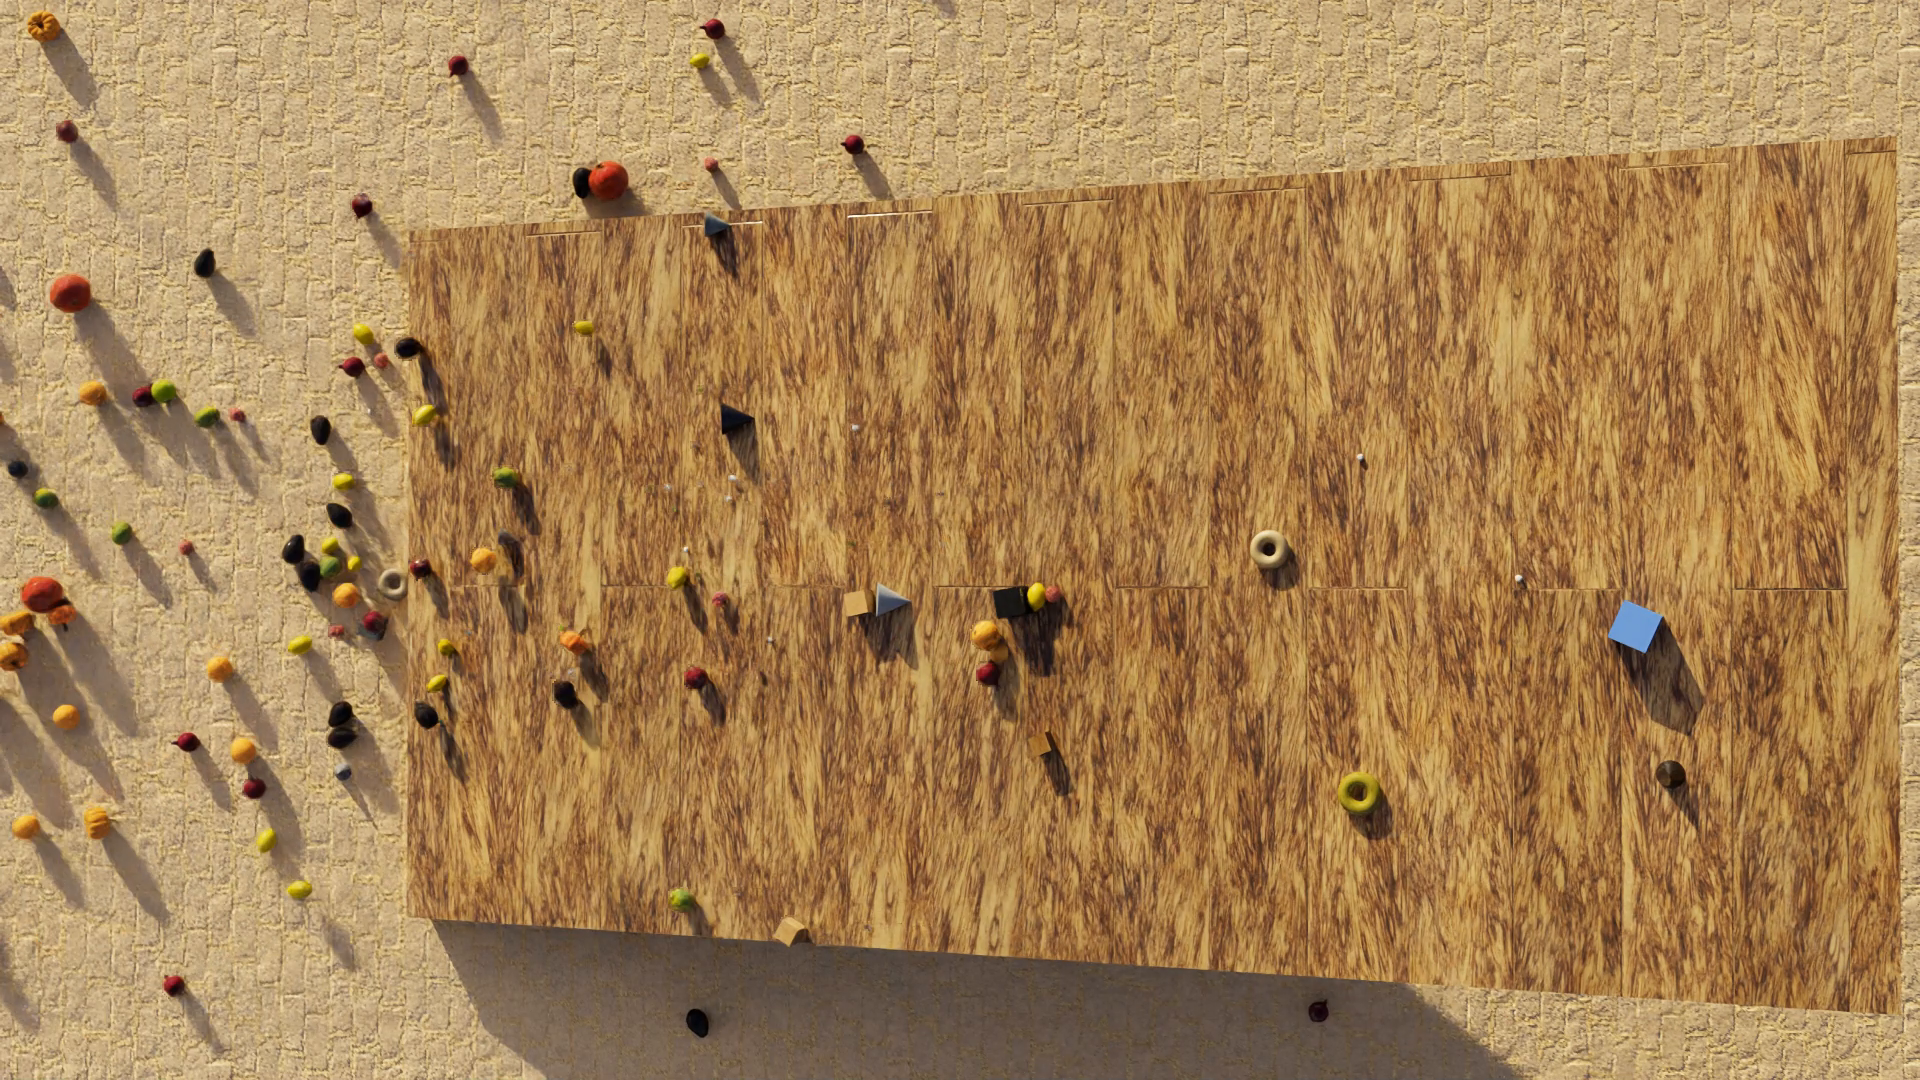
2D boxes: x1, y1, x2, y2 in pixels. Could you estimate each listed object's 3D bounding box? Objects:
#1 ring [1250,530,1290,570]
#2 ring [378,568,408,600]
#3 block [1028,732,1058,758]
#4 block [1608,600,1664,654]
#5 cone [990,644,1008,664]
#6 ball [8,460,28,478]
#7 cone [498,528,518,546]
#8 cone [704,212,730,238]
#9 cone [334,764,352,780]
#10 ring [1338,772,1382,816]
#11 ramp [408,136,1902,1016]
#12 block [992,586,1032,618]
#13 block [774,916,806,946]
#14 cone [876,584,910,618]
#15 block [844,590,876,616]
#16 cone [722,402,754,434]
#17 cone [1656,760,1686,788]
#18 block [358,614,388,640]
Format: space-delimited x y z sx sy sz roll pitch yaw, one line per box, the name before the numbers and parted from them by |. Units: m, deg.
ring | 0.774 0.024 5.498 0.099 0.033 0.099 0 90 20
ring | -1.666 0.130 6.487 0.098 0.033 0.098 0 88 1
block | 0.213 0.528 5.693 0.050 0.050 0.050 -24 81 19
block | 1.585 0.203 5.159 0.092 0.092 0.092 25 98 19
cone | 0.093 0.296 5.739 0.054 0.054 0.054 0 89 21
ball | -2.776 -0.208 6.480 0.054 0.054 0.054 0 89 0
cone | -1.286 -0.004 6.276 0.057 0.057 0.057 12 89 -7
cone | -0.664 -0.867 6.050 0.074 0.074 0.074 3 89 -6
cone | -1.823 0.684 6.470 0.051 0.051 0.051 0 89 0
ring | 0.984 0.625 5.410 0.109 0.036 0.109 0 90 19
ramp | 0.281 0.089 5.753 4.000 0.100 2.000 0 89 21
block | 0.137 0.162 5.714 0.073 0.073 0.073 -12 85 20
block | -0.459 1.057 5.937 0.052 0.052 0.052 31 100 18
cone | -0.175 0.161 5.848 0.092 0.092 0.092 1 89 -8
block | -0.267 0.168 5.873 0.060 0.060 0.060 -13 85 20
cone | -0.607 -0.333 6.017 0.092 0.092 0.092 -1 89 -6
cone | 1.660 0.551 5.141 0.066 0.066 0.066 0 89 21
block | -1.728 0.256 6.470 0.062 0.062 0.062 15 89 0
